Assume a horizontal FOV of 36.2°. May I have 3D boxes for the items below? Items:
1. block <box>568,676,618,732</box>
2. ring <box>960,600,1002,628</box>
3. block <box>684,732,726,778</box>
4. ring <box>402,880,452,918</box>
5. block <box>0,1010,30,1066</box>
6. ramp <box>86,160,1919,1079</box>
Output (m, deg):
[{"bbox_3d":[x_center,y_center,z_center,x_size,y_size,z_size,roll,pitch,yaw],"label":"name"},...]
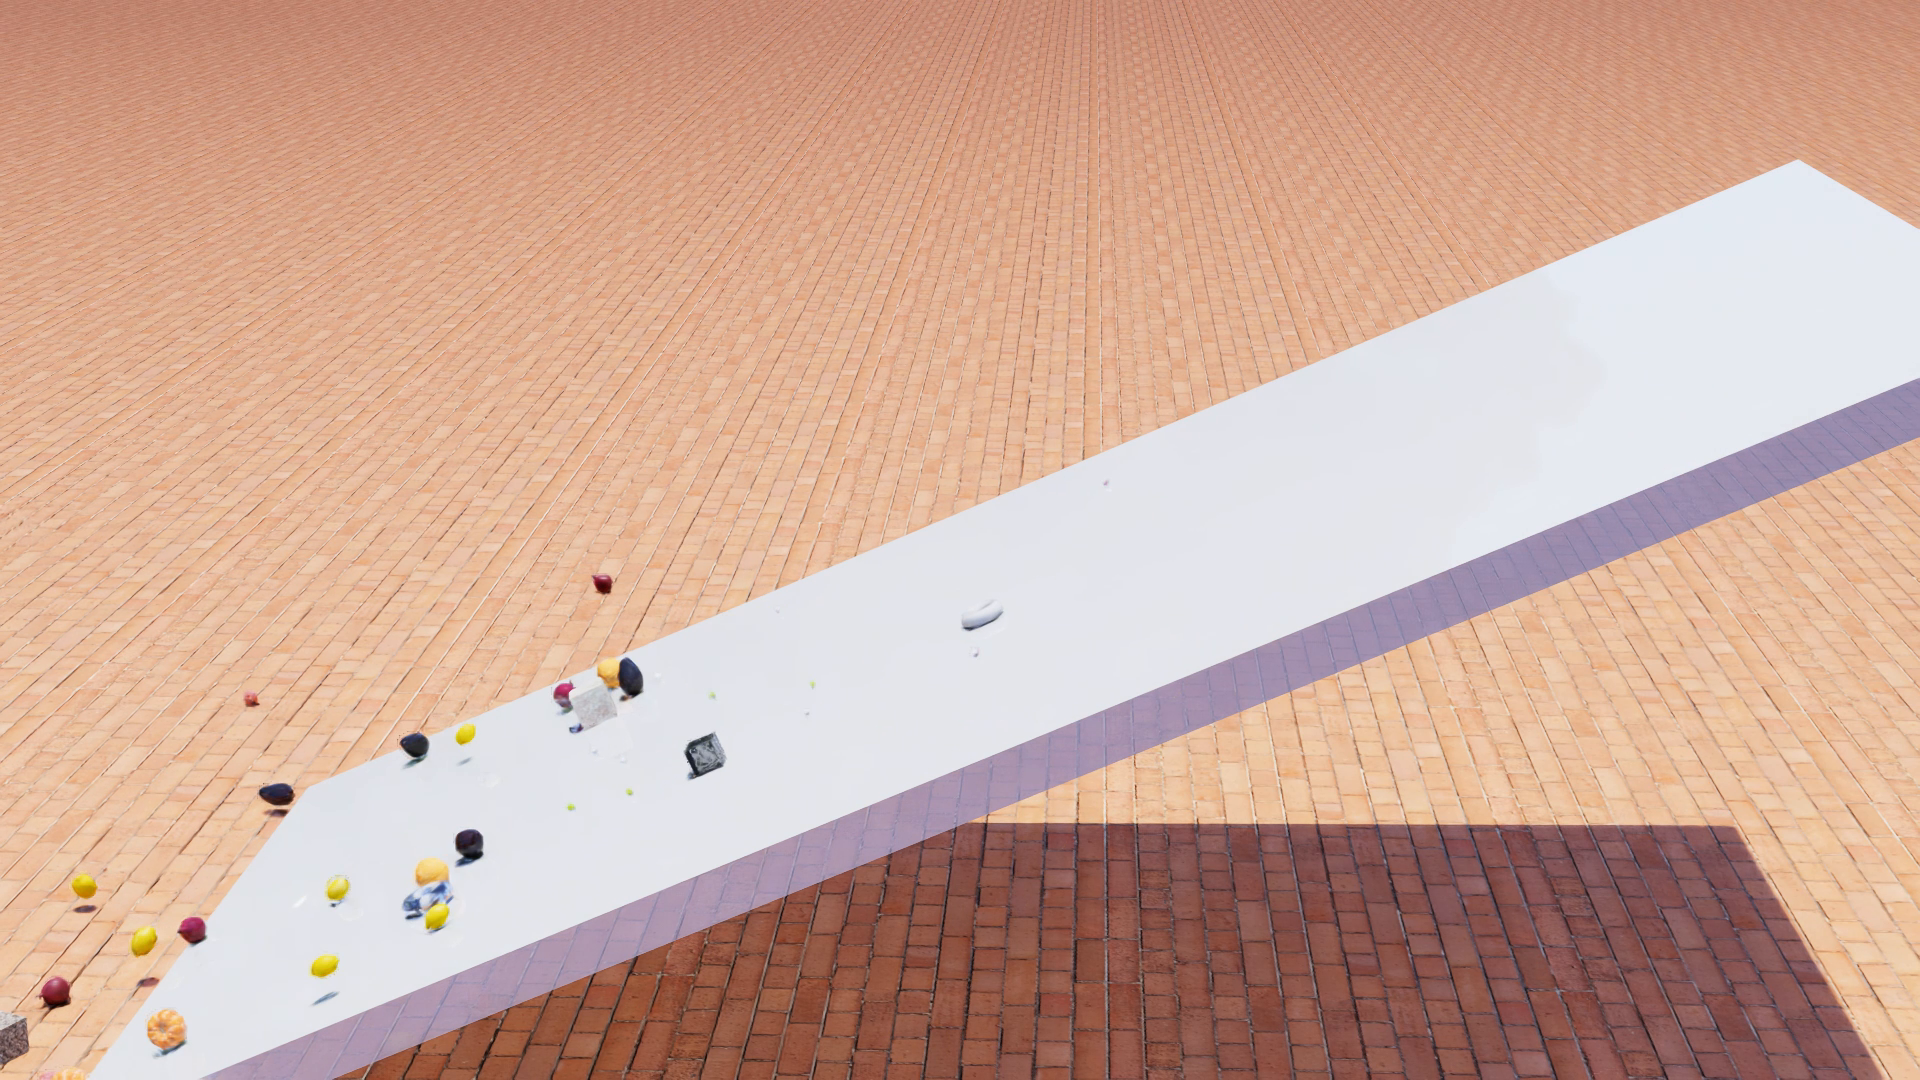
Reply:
[{"bbox_3d":[-0.854,0.381,6.844,0.084,0.084,0.084,-25,13,-3],"label":"block"},{"bbox_3d":[0.045,0.156,6.206,0.094,0.031,0.094,-23,14,6],"label":"ring"},{"bbox_3d":[-0.522,0.441,6.039,0.060,0.060,0.060,-23,13,9],"label":"block"},{"bbox_3d":[-1.080,0.728,5.968,0.111,0.037,0.111,-25,12,5],"label":"ring"},{"bbox_3d":[-2.019,1.047,6.187,0.079,0.079,0.079,8,17,27],"label":"block"},{"bbox_3d":[0.132,0.170,6.284,4.000,0.100,2.000,-23,13,8],"label":"ramp"}]
